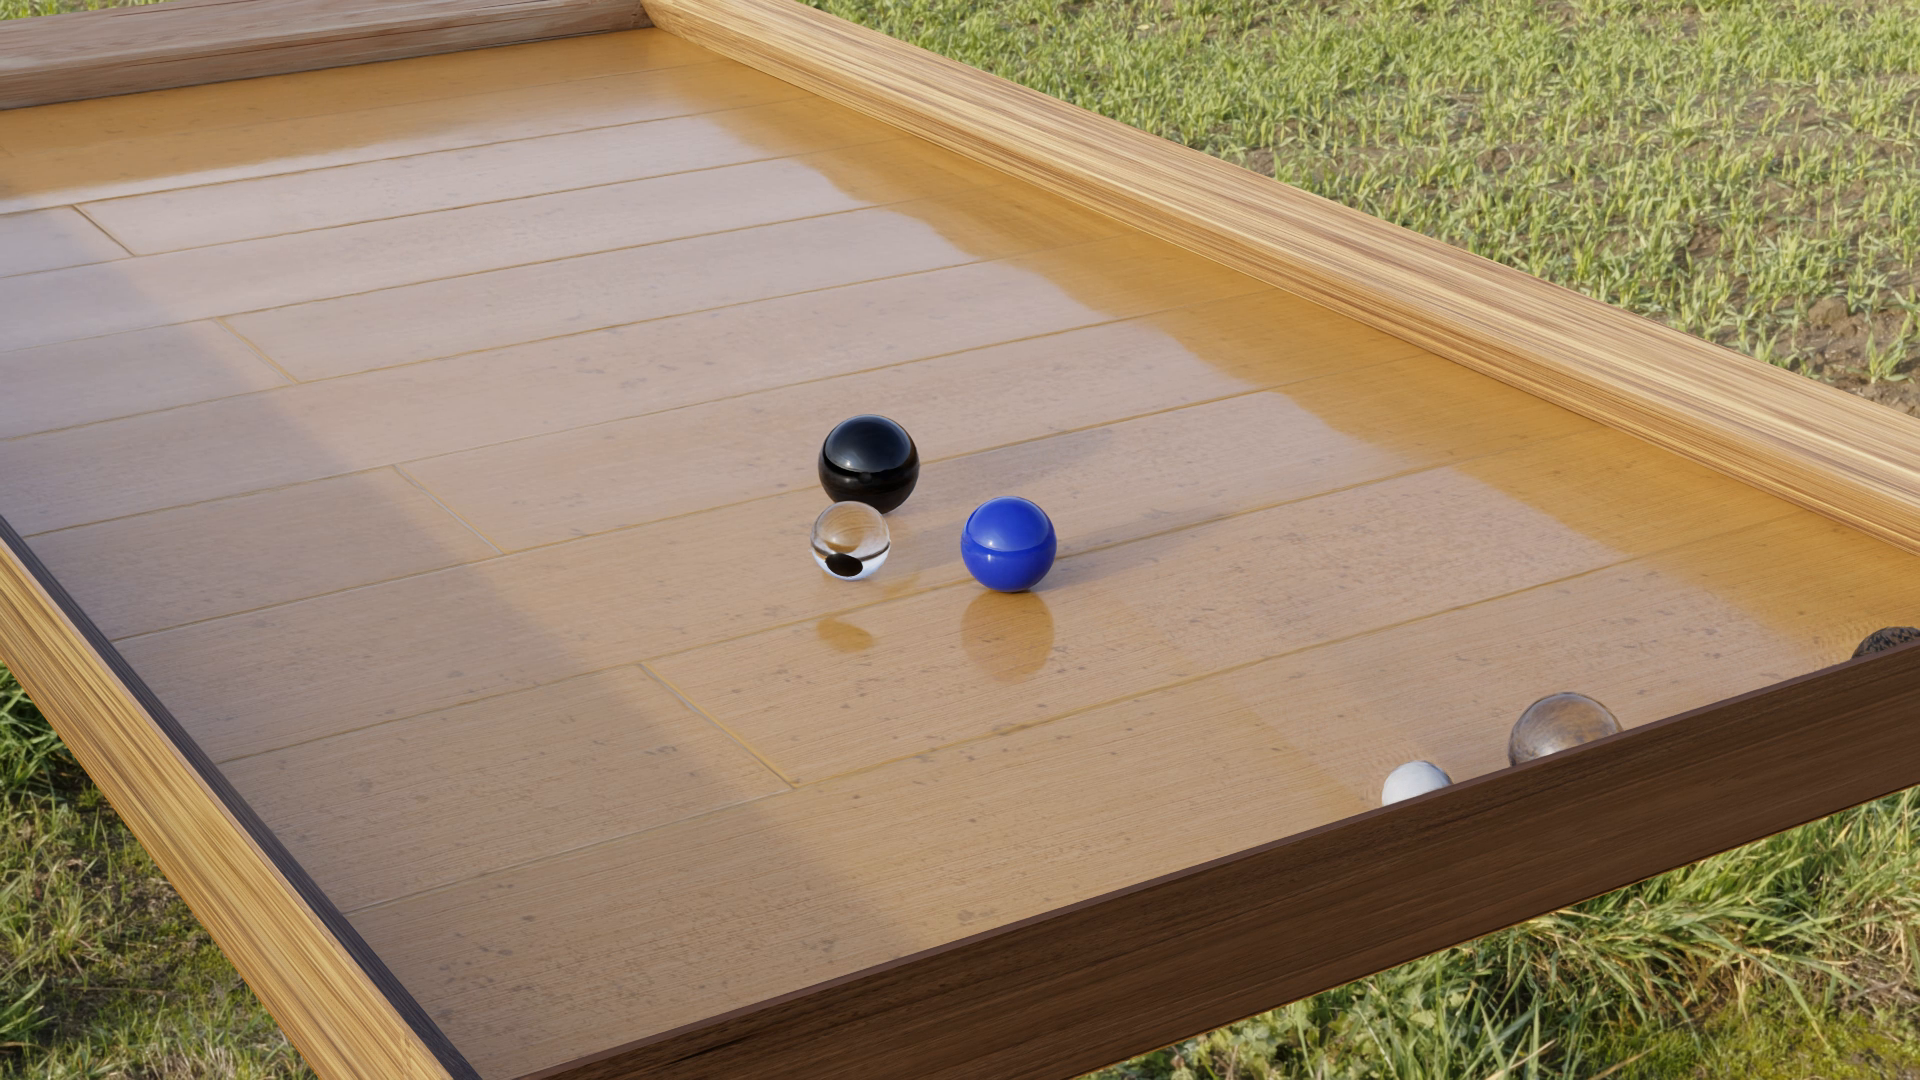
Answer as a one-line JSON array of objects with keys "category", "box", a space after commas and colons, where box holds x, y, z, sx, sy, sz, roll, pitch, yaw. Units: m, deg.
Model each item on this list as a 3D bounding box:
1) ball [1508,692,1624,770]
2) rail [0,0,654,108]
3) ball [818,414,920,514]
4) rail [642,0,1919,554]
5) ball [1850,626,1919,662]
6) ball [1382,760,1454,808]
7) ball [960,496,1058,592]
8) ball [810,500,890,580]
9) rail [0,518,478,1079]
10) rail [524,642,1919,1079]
[{"category": "ball", "box": [0.417, 0.145, 2.020, 0.081, 0.081, 0.081, 0, 22, 0]}, {"category": "rail", "box": [-1.037, -0.658, 3.927, 1.415, 0.114, 0.045, -13, 26, -29]}, {"category": "ball", "box": [-0.078, -0.064, 2.520, 0.088, 0.088, 0.088, 0, 22, 0]}, {"category": "rail", "box": [0.232, -0.373, 3.233, 0.045, 0.114, 2.658, -13, 26, -29]}, {"category": "ball", "box": [0.685, 0.099, 2.141, 0.074, 0.074, 0.074, 0, 22, 0]}, {"category": "ball", "box": [0.311, 0.174, 1.991, 0.050, 0.050, 0.050, 0, 22, 0]}, {"category": "ball", "box": [0.039, 0.003, 2.369, 0.078, 0.078, 0.078, 0, 22, 0]}, {"category": "ball", "box": [-0.089, 0.000, 2.393, 0.066, 0.066, 0.066, 0, 22, 0]}, {"category": "rail", "box": [-0.931, -0.099, 2.568, 0.045, 0.114, 2.658, -13, 26, -29]}, {"category": "rail", "box": [0.337, 0.187, 1.874, 1.415, 0.114, 0.045, -13, 26, -29]}]
